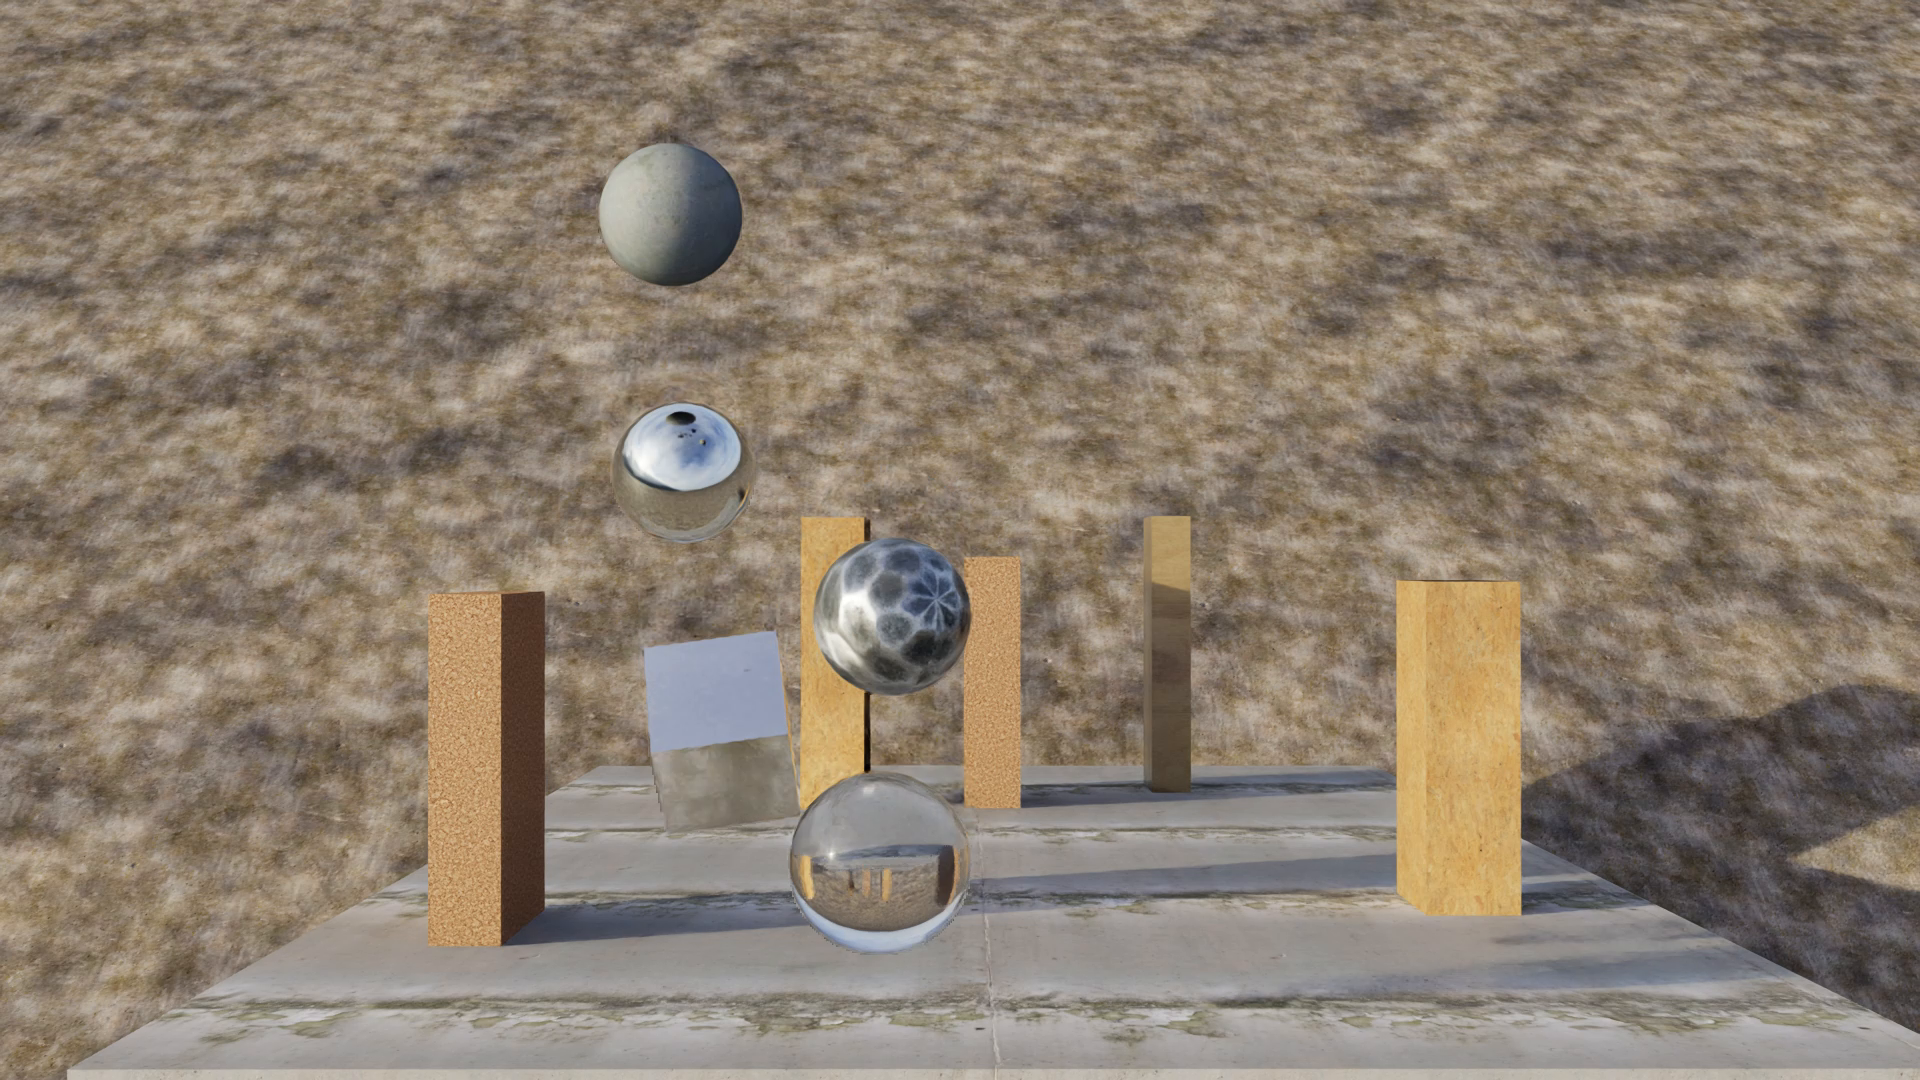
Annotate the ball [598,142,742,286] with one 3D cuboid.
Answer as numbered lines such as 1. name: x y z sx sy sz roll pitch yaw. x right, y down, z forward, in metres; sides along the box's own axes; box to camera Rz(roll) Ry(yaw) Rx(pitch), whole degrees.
1. ball: -0.273 -0.307 2.447 0.135 0.135 0.135 0 31 0

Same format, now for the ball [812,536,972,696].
1. ball: -0.078 0.088 2.985 0.183 0.183 0.183 0 31 0

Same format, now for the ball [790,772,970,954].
1. ball: -0.090 0.363 2.918 0.205 0.205 0.205 0 31 0

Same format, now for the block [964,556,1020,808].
1. block: 0.069 0.306 5.697 0.121 0.538 0.304 0 0 0

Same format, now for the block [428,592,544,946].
1. block: -0.681 0.318 3.748 0.100 0.483 0.377 0 0 0

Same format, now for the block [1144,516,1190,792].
1. block: 0.482 0.262 6.049 0.089 0.631 0.266 0 0 0

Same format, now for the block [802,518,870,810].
1. block: -0.272 0.264 5.699 0.134 0.623 0.353 0 0 0

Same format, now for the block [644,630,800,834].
1. block: -0.281 0.227 3.063 0.158 0.158 0.158 -8 48 -3

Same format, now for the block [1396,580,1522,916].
1. block: 0.767 0.312 3.998 0.141 0.498 0.261 0 0 0

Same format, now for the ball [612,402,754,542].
1. ball: -0.263 -0.065 2.466 0.135 0.135 0.135 0 31 0

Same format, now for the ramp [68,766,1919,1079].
1. ramp: 0.070 0.617 4.695 2.000 0.100 4.000 0 0 0
